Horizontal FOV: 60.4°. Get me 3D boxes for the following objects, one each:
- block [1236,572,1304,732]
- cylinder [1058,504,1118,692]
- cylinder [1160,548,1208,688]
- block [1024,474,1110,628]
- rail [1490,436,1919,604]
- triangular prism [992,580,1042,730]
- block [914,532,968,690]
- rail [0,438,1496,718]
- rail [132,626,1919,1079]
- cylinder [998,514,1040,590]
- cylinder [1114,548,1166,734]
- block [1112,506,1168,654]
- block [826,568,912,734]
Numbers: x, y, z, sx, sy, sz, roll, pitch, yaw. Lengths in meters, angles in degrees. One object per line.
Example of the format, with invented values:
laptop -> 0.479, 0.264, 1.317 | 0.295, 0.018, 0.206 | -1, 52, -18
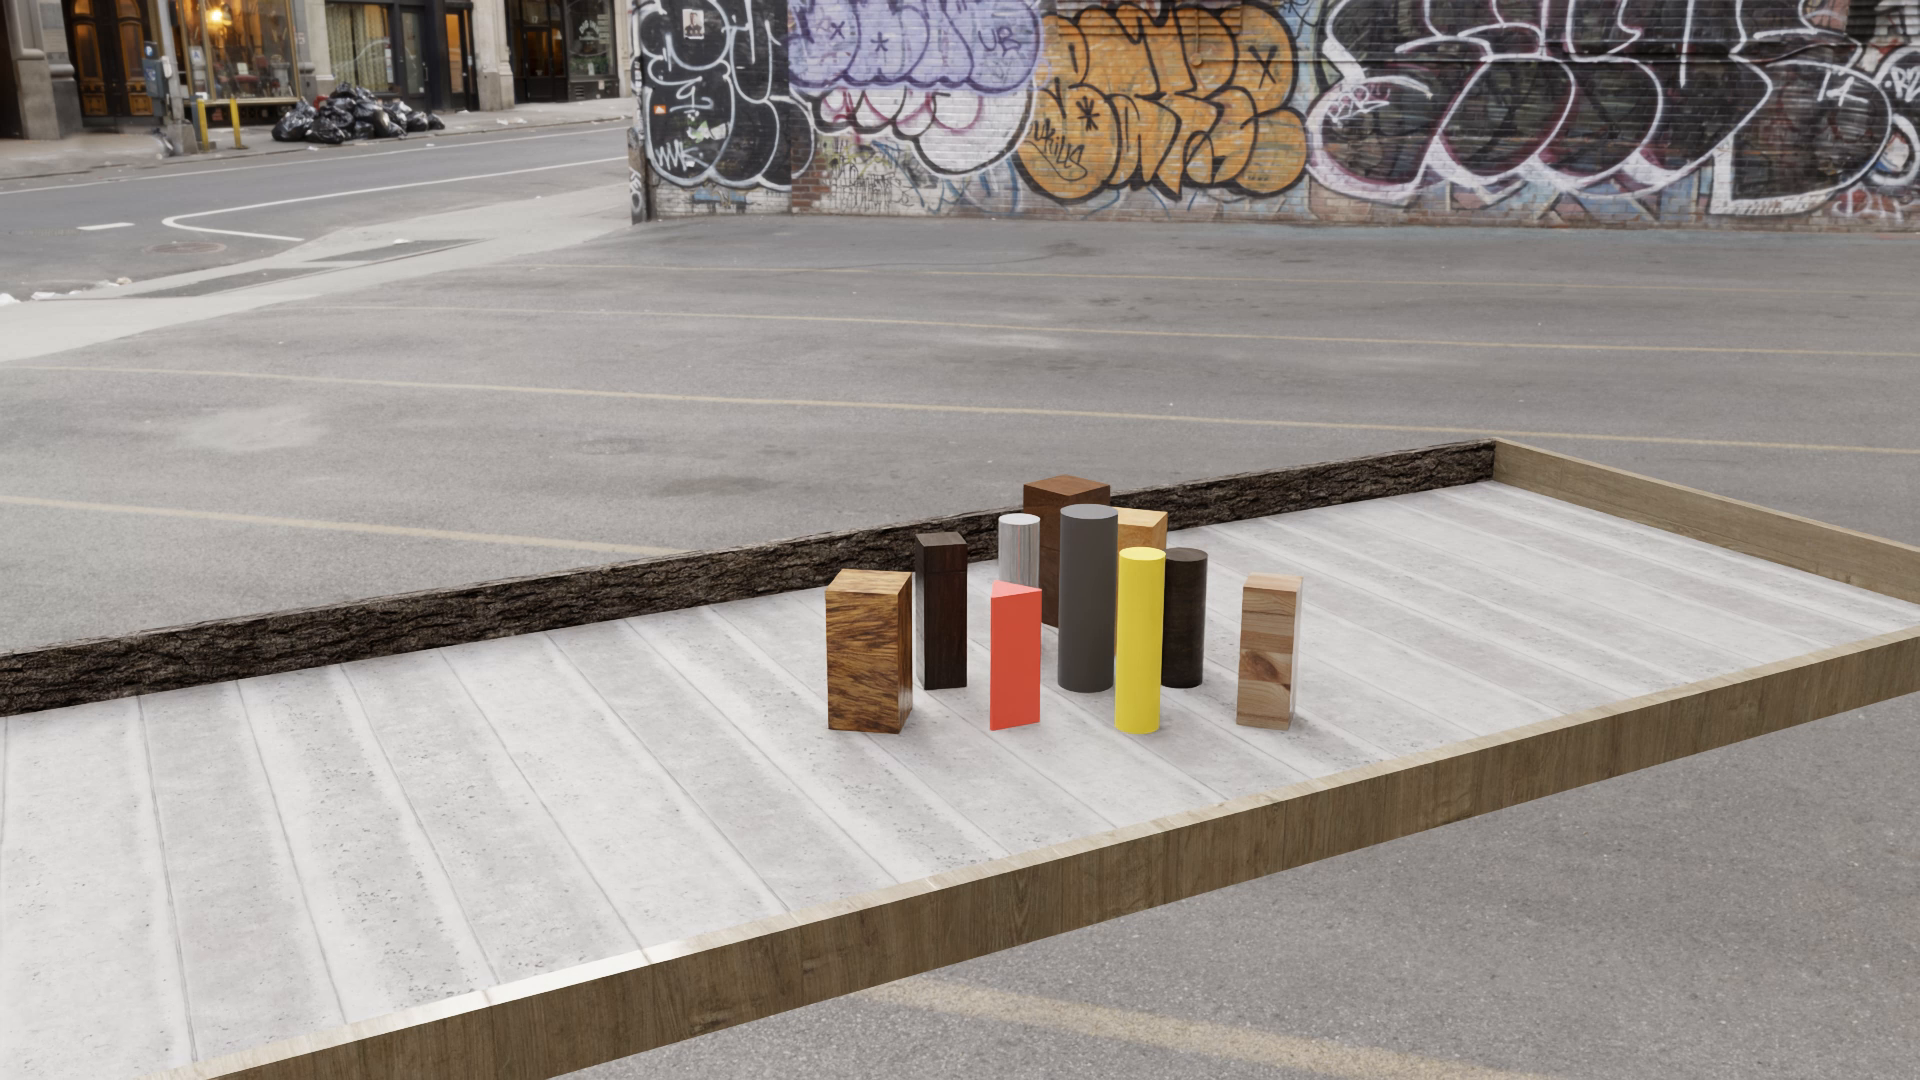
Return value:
block -> 0.726, 0.260, 3.865 | 0.122, 0.342, 0.122 | 5, 17, 18
cylinder -> 0.315, 0.144, 4.075 | 0.141, 0.446, 0.141 | 0, 16, 0
cylinder -> 0.551, 0.194, 4.108 | 0.120, 0.331, 0.120 | 0, 16, 0
block -> 0.293, 0.032, 4.569 | 0.168, 0.382, 0.168 | -15, 22, -41
rail -> 2.466, -0.048, 5.253 | 0.050, 0.150, 2.100 | -9, 18, -27
triangular prism -> 0.107, 0.266, 3.872 | 0.129, 0.327, 0.112 | -8, 18, -25
block -> -0.047, 0.176, 4.096 | 0.108, 0.373, 0.108 | -4, 17, -12
rail -> -3.305, 0.497, 3.399 | 12.000, 0.150, 0.050 | -9, 18, -27
rail -> -2.336, 1.006, 1.665 | 12.000, 0.150, 0.050 | -9, 18, -27
cylinder -> 0.155, 0.111, 4.364 | 0.109, 0.346, 0.109 | 0, 16, 0
cylinder -> 0.415, 0.233, 3.815 | 0.105, 0.421, 0.105 | 0, 16, 0
block -> 0.447, 0.110, 4.346 | 0.153, 0.357, 0.153 | 6, 18, 20
block -> -0.210, 0.259, 3.868 | 0.168, 0.341, 0.168 | 3, 17, 9
